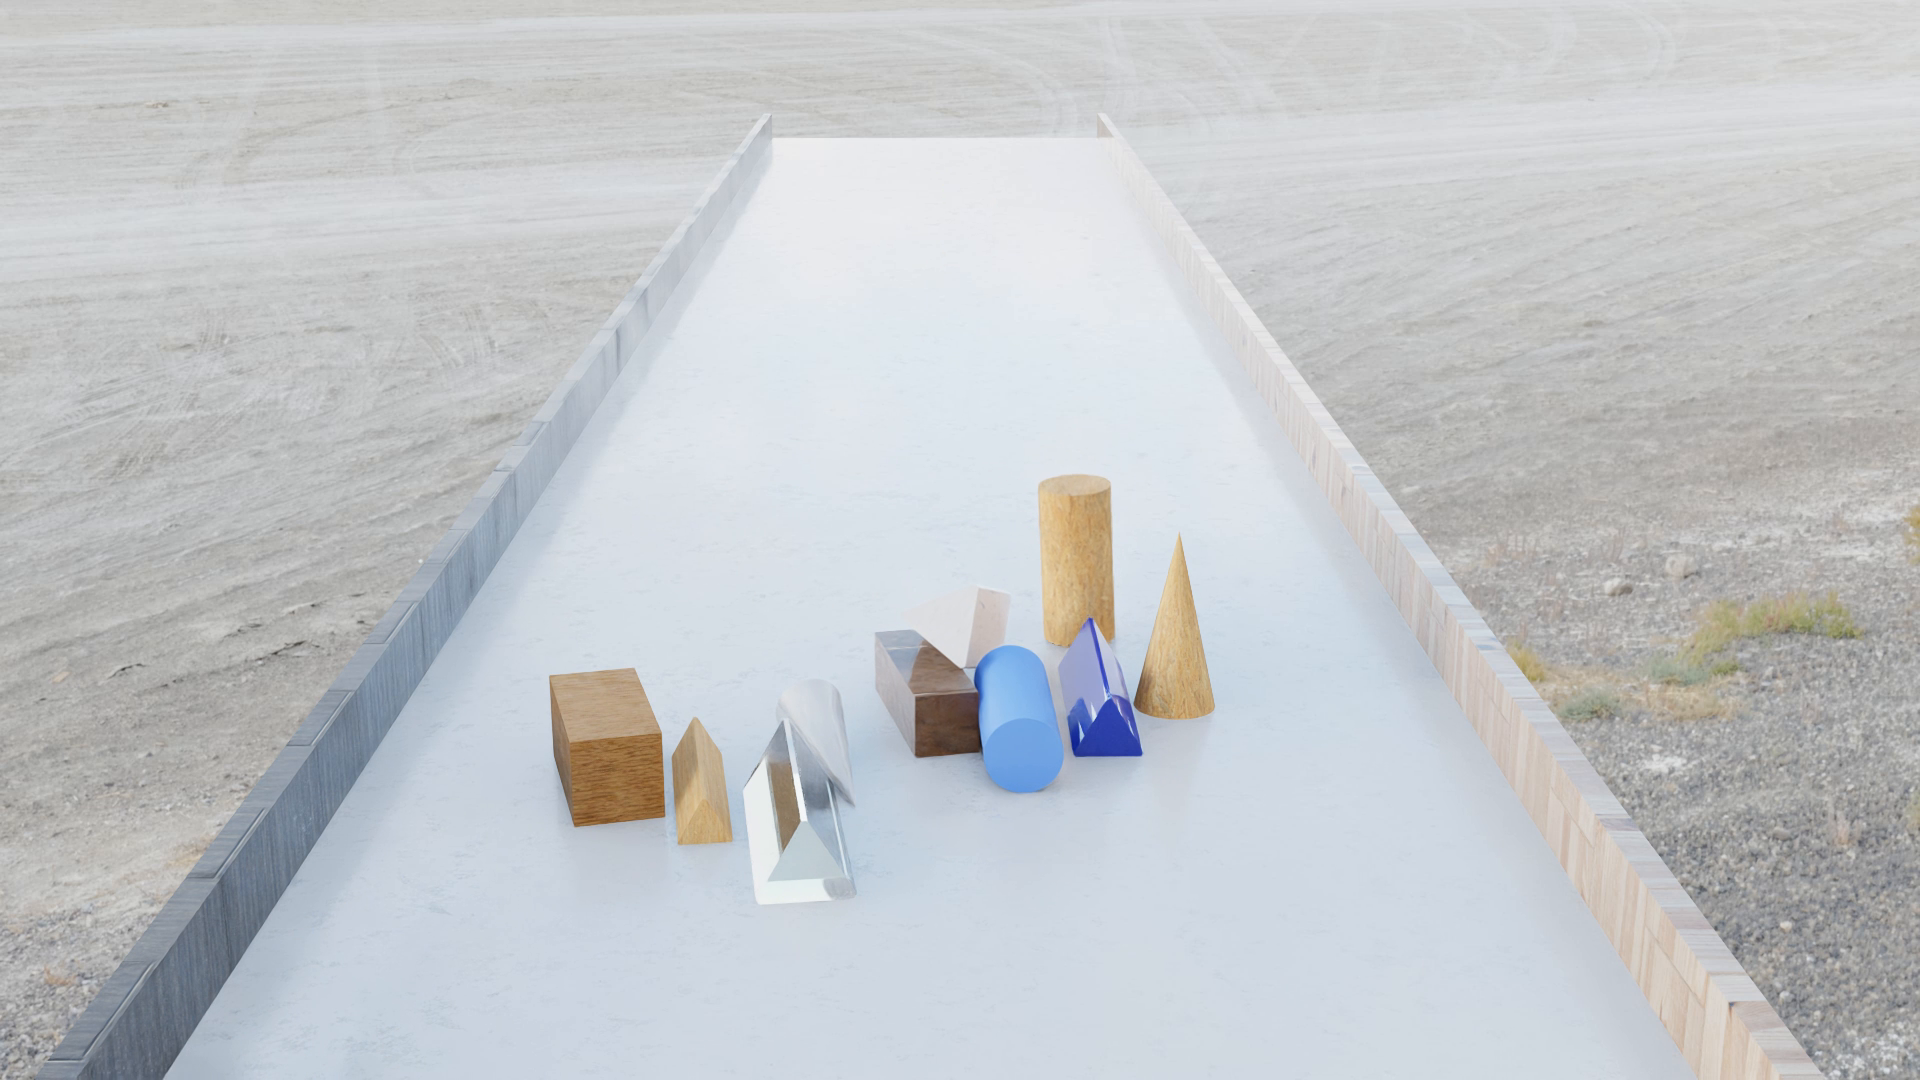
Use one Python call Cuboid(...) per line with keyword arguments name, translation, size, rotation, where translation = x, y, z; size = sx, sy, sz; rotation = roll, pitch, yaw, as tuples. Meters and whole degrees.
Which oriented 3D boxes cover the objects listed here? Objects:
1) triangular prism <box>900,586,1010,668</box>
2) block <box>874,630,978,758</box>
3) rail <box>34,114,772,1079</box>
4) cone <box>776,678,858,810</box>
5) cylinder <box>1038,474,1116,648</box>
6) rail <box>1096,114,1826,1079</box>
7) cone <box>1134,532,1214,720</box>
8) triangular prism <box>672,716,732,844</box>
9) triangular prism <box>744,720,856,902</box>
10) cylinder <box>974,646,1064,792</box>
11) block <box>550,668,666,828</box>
Cuboid(name="triangular prism", translation=(0.024, 0.145, 4.198), size=(0.154, 0.133, 0.357), rotation=(40, 4, 11))
Cuboid(name="block", translation=(-0.066, 0.279, 4.085), size=(0.116, 0.116, 0.364), rotation=(-4, 17, -13))
Cuboid(name="rail", translation=(-1.118, -0.838, 7.780), size=(0.050, 0.150, 12.000), rotation=(0, 17, -1))
Cuboid(name="cone", translation=(-0.223, 0.380, 3.841), size=(0.125, 0.125, 0.337), rotation=(-5, 28, -17))
Cuboid(name="cylinder", translation=(0.240, 0.043, 4.500), size=(0.148, 0.325, 0.148), rotation=(-3, 18, 1))
Cuboid(name="rail", translation=(0.932, -0.844, 7.801), size=(0.050, 0.150, 12.000), rotation=(0, 17, -1))
Cuboid(name="cone", translation=(0.407, 0.147, 4.126), size=(0.155, 0.345, 0.155), rotation=(0, 17, 0))
Cuboid(name="triangular prism", translation=(-0.441, 0.402, 3.734), size=(0.088, 0.076, 0.371), rotation=(-3, 17, -8))
Cuboid(name="triangular prism", translation=(-0.265, 0.426, 3.551), size=(0.152, 0.131, 0.432), rotation=(-3, 17, -8))
Cuboid(name="cylinder", translation=(0.102, 0.314, 3.929), size=(0.137, 0.137, 0.375), rotation=(-1, 17, -2))
Cuboid(name="block", translation=(-0.609, 0.351, 3.781), size=(0.151, 0.151, 0.329), rotation=(-5, 17, -15))
